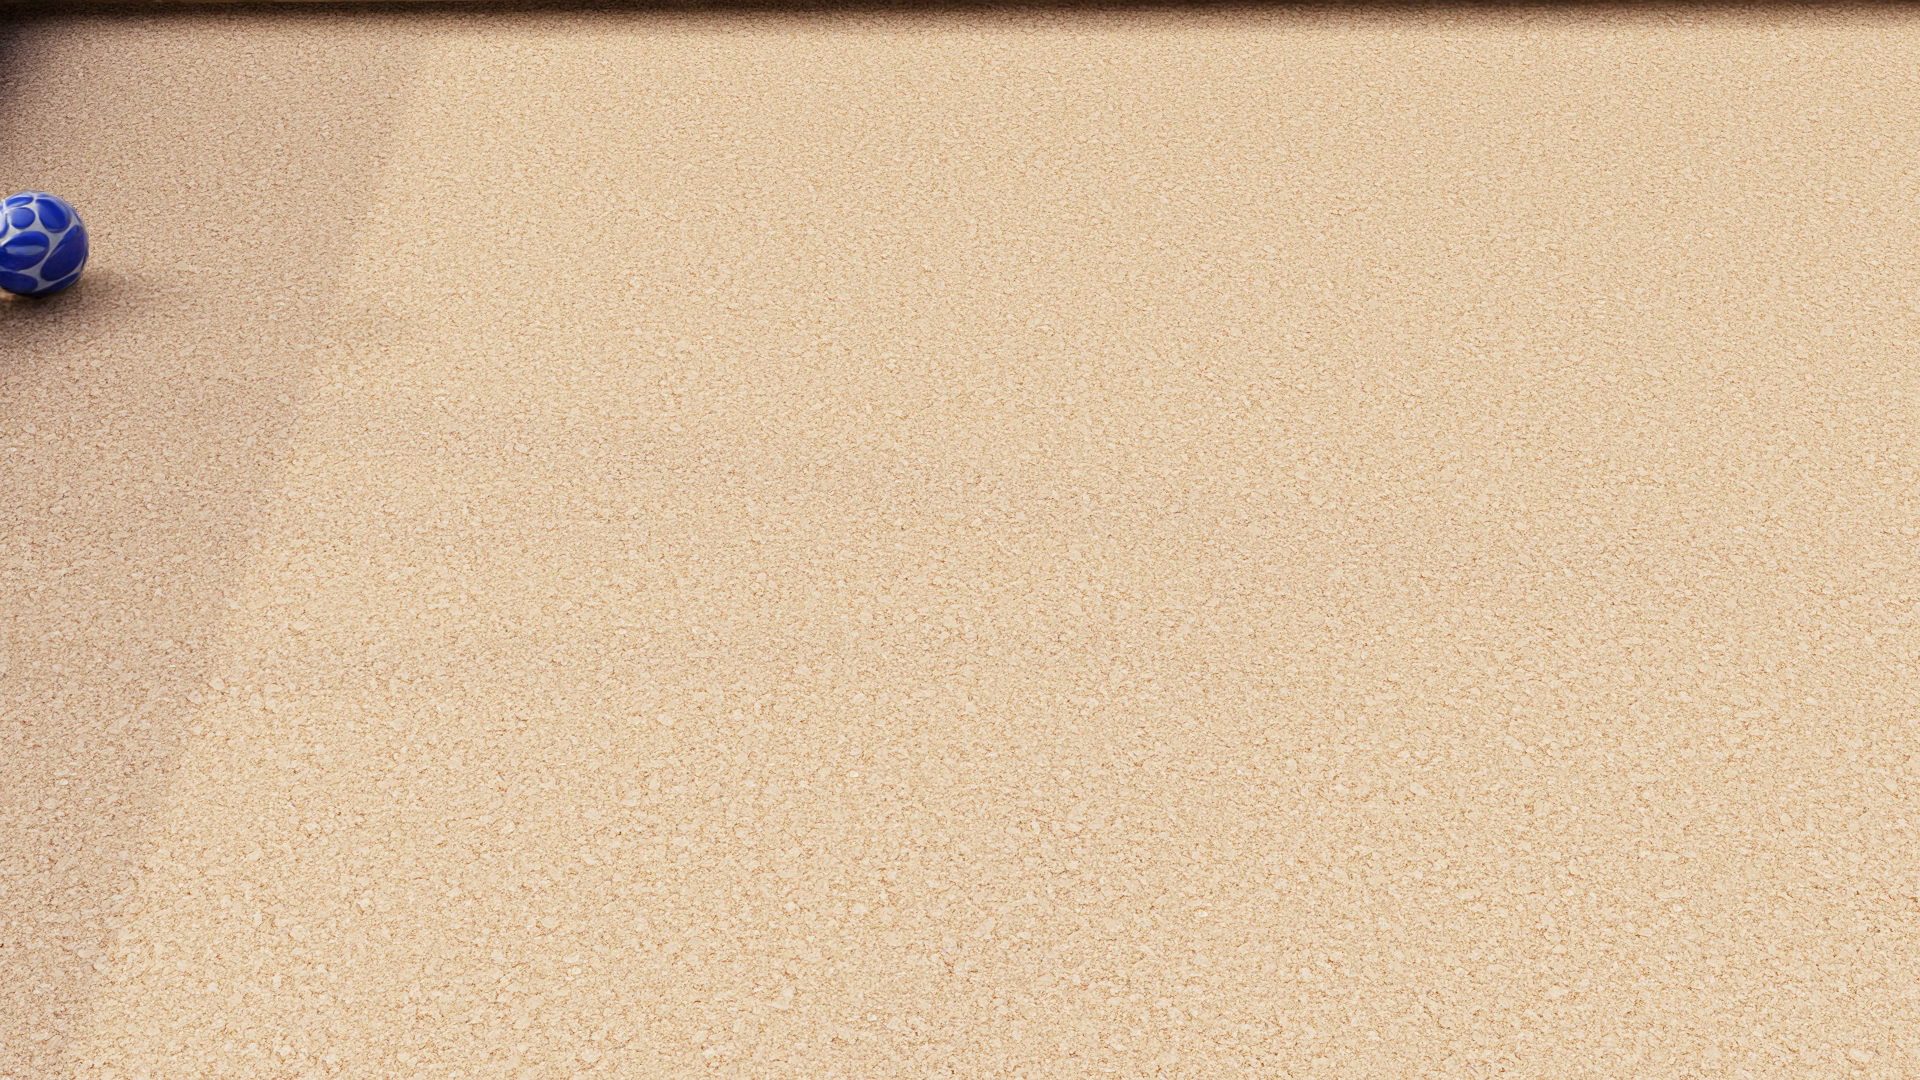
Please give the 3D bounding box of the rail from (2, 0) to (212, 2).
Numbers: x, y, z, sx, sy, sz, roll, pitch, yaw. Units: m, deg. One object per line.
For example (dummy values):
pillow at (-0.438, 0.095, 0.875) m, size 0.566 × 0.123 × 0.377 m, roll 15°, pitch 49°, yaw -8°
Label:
rail at (0.866, -0.544, 2.358) m, size 3.520 × 0.103 × 0.045 m, roll -1°, pitch 36°, yaw -1°

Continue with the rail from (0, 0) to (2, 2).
rail at (-0.856, -0.011, 1.631) m, size 0.045 × 0.103 × 1.797 m, roll -1°, pitch 36°, yaw -1°

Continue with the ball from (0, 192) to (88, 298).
ball at (-0.702, -0.224, 1.942) m, size 0.079 × 0.079 × 0.079 m, roll 0°, pitch 36°, yaw 0°
